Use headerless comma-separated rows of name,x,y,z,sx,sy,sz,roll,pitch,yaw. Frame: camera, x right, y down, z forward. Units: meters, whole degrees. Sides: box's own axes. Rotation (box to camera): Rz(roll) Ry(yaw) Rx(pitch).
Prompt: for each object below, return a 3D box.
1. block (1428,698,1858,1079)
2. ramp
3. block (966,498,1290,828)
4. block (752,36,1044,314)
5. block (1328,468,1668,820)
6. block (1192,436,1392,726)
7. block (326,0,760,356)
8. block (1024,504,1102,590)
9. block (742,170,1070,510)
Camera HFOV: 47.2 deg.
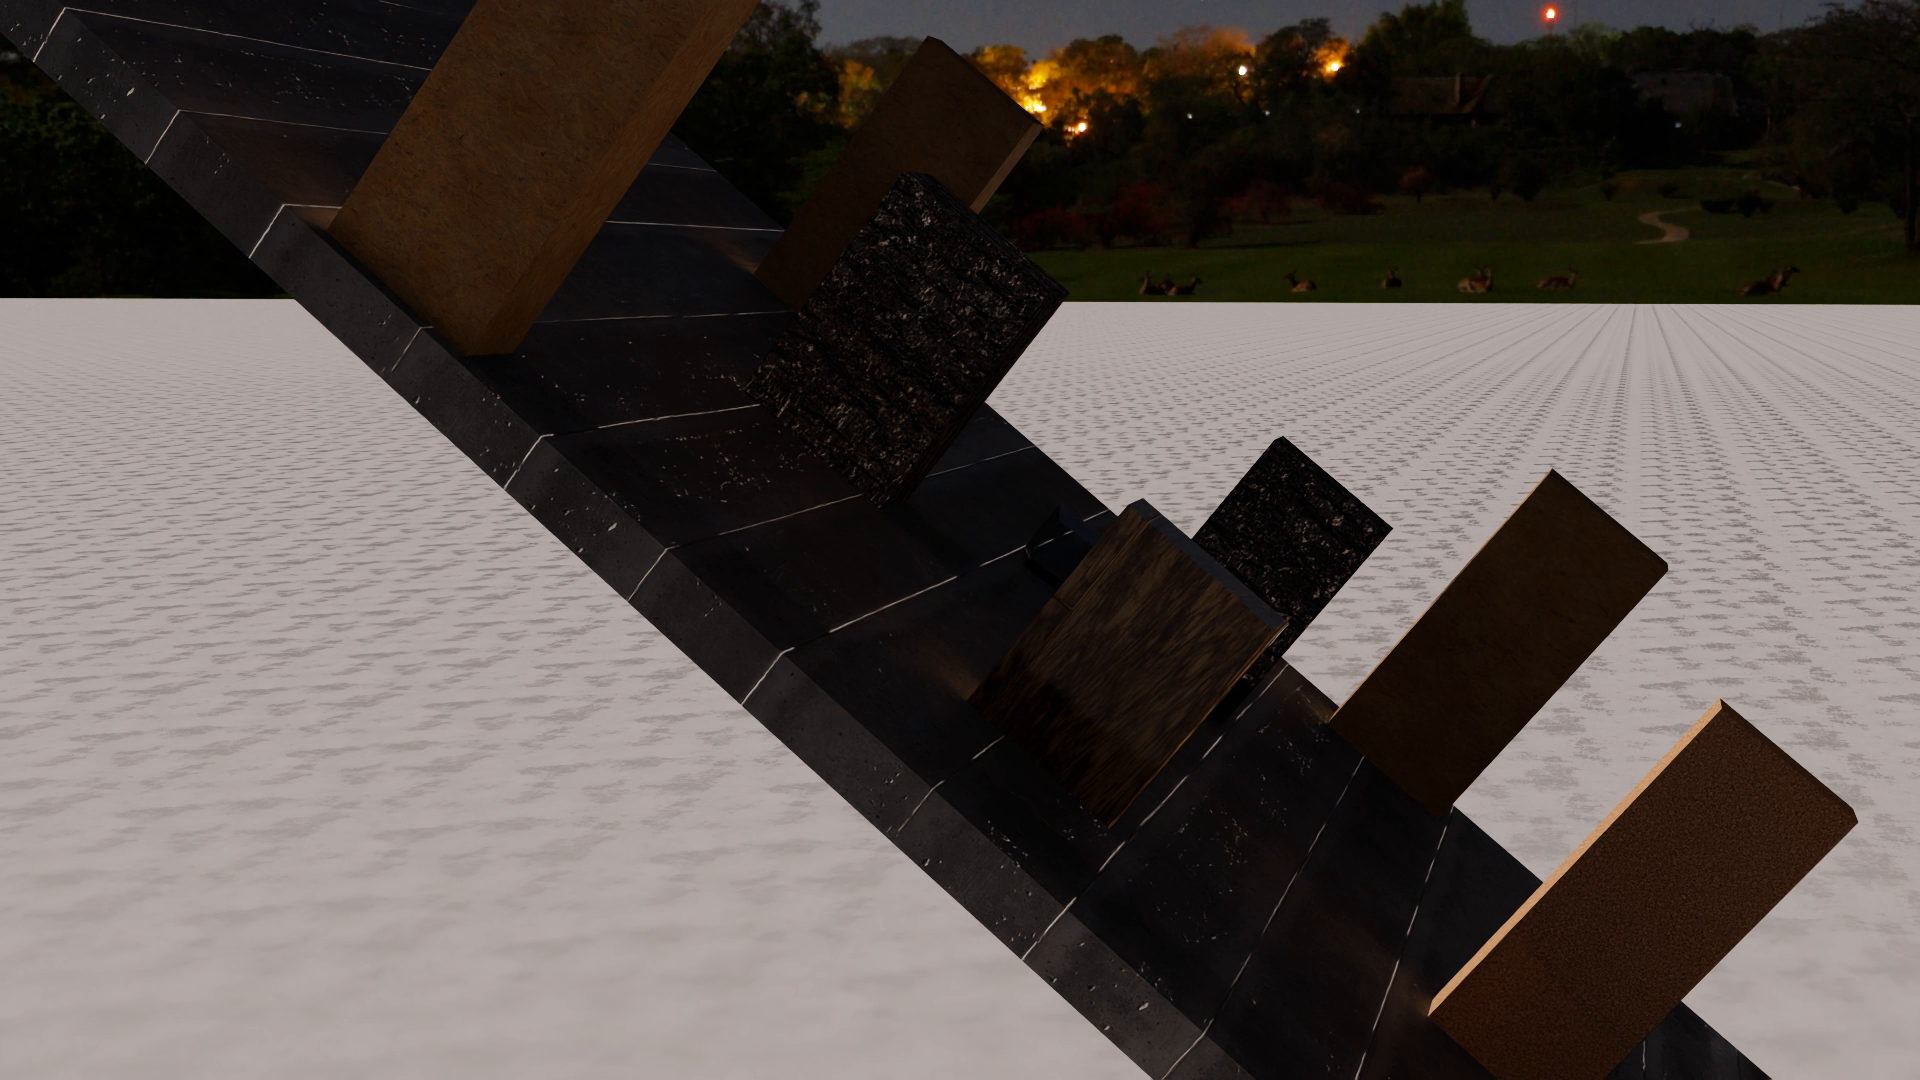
block,1.082,0.600,3.521,0.263,0.690,0.093,41,16,9
ramp,-0.010,0.060,4.045,4.000,0.100,2.000,41,16,9
block,0.255,0.188,3.365,0.294,0.402,0.105,41,16,9
block,-0.131,-0.701,4.553,0.285,0.617,0.091,41,16,9
block,1.125,0.220,4.622,0.305,0.704,0.123,41,16,9
block,0.555,0.077,4.174,0.271,0.482,0.106,41,16,9
block,-0.577,-0.661,3.191,0.290,0.773,0.142,41,16,9
block,0.201,0.022,4.225,0.112,0.112,0.112,36,16,-8
block,-0.098,-0.354,3.913,0.334,0.490,0.149,41,16,9
